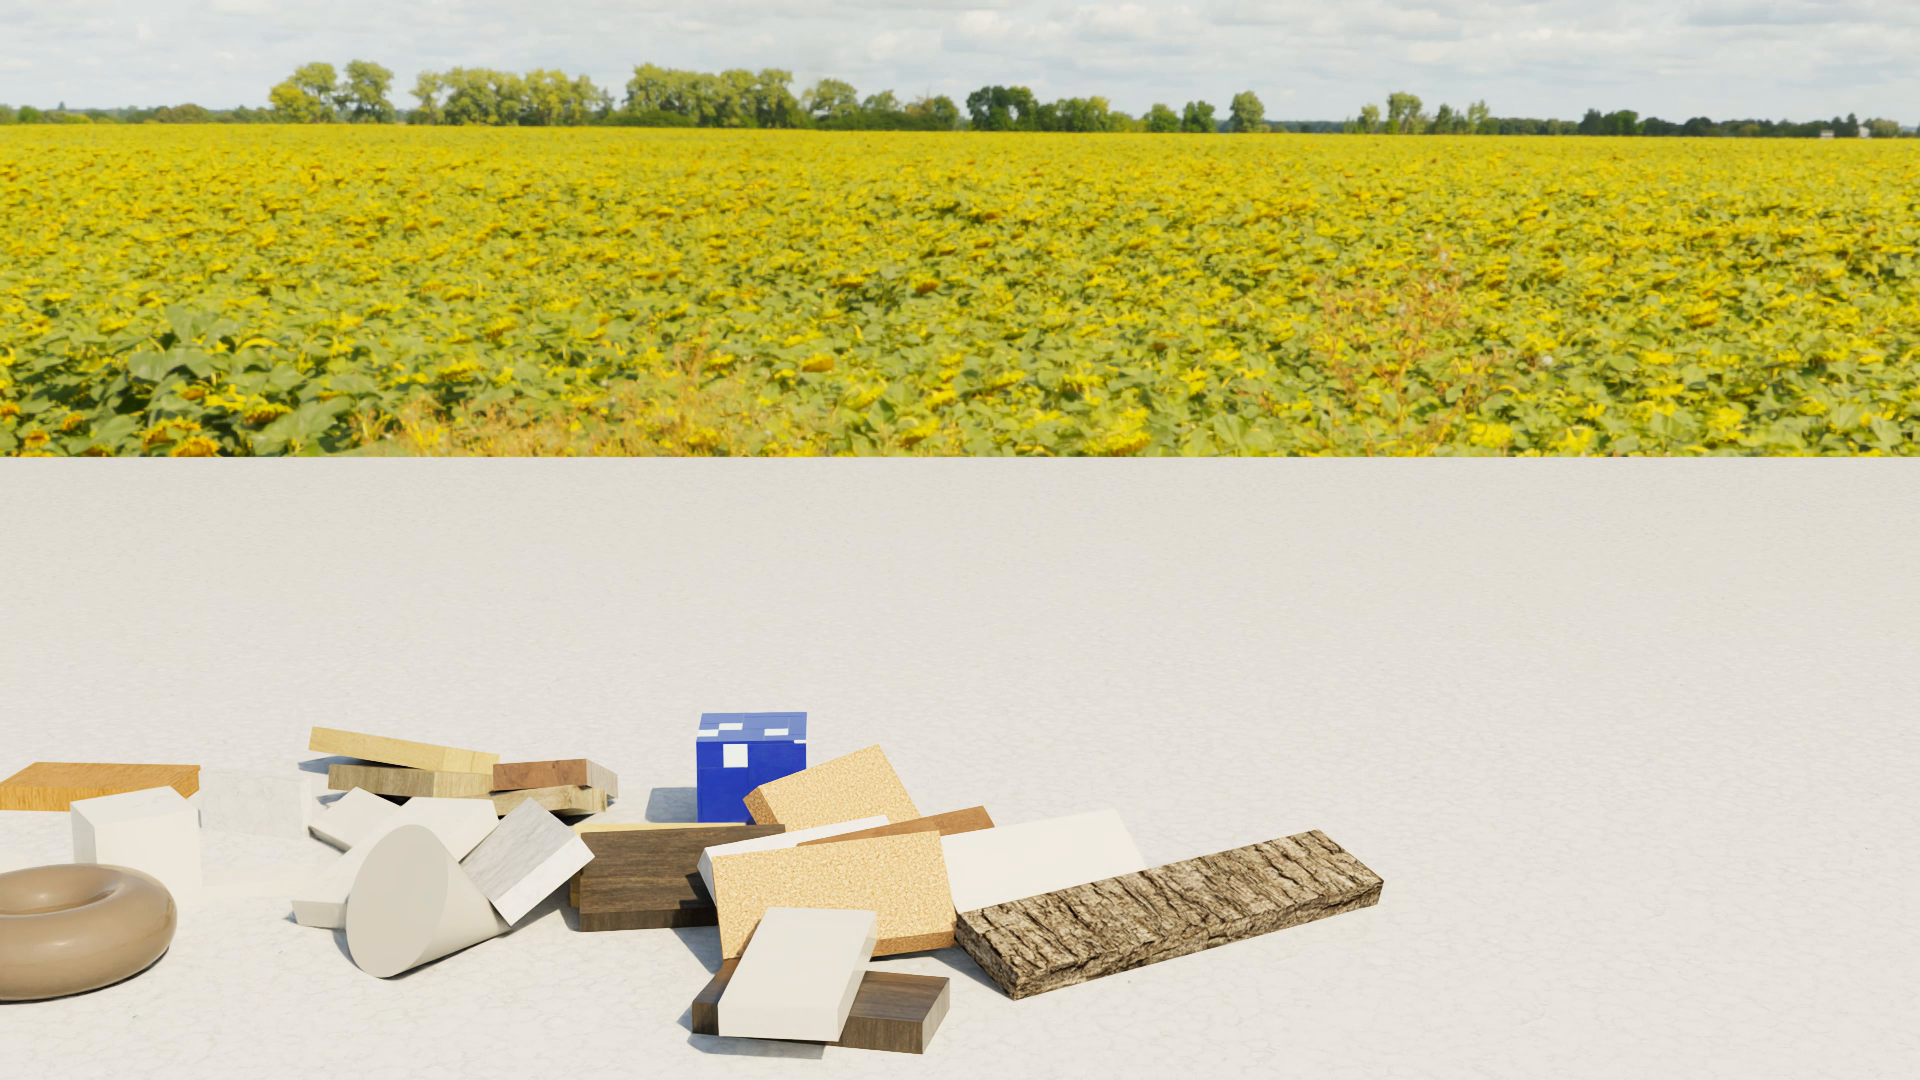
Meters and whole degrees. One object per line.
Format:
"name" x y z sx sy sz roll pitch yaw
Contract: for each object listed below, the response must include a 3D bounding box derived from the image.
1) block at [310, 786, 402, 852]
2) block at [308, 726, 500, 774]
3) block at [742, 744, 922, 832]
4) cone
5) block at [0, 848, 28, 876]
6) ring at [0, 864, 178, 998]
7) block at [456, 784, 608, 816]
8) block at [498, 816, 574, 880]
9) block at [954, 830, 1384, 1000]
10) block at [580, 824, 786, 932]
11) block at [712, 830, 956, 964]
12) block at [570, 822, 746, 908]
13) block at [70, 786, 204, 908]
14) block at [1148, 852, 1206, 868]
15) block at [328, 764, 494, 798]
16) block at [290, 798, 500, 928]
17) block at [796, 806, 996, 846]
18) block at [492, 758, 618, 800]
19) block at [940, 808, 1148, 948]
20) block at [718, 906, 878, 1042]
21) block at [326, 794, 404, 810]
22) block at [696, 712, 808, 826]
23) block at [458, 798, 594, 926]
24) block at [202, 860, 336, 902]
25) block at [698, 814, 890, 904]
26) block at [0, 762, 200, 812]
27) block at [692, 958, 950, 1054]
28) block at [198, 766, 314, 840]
"block" -1.055 0.507 3.903 0.217 0.031 0.108 11 44 46
"block" -1.093 0.418 4.324 0.334 0.047 0.167 5 -8 26
"block" -0.218 0.475 3.860 0.047 0.164 0.328 -41 -16 34
"cone" -0.784 0.583 3.419 0.234 0.234 0.234 10 -12 42
"block" -1.702 0.554 3.792 0.177 0.025 0.089 7 12 32
"ring" -1.383 0.590 3.337 0.371 0.124 0.371 0 9 0
"block" -0.788 0.474 3.915 0.282 0.040 0.141 -7 -12 15
"block" -0.684 0.531 3.805 0.141 0.040 0.282 6 4 -42
"block" 0.342 0.581 3.467 0.734 0.047 0.164 -7 29 -33
"block" -0.445 0.545 3.559 0.333 0.047 0.167 -1 42 -8
"block" -0.194 0.555 3.378 0.355 0.050 0.178 -5 51 -9
"block" -0.496 0.536 3.631 0.282 0.040 0.141 0 45 -6
"block" -1.358 0.516 3.626 0.162 0.162 0.162 -7 13 -34
"block" 0.354 0.551 3.663 0.126 0.018 0.063 -13 7 -7
"block" -1.003 0.449 4.067 0.328 0.046 0.164 -2 -8 41
"block" -0.925 0.528 3.619 0.167 0.047 0.334 -1 23 25
"block" -0.078 0.541 3.534 0.356 0.050 0.178 -7 49 -33
"block" -0.732 0.441 4.001 0.164 0.046 0.328 -3 -11 0
"block" 0.127 0.541 3.540 0.355 0.050 0.178 -5 47 -27
"block" -0.226 0.613 3.132 0.164 0.047 0.329 1 14 7
"block" -1.057 0.510 4.016 0.108 0.031 0.217 -9 14 -40
"block" -0.374 0.432 3.991 0.194 0.194 0.194 -1 11 -3
"block" -0.719 0.521 3.598 0.166 0.047 0.333 -39 18 -16
"block" -1.023 0.565 3.735 0.499 0.025 0.089 -3 11 -15
"block" -0.235 0.546 3.524 0.333 0.047 0.167 -6 49 -33
"block" -1.637 0.471 4.185 0.328 0.046 0.164 1 11 4
"block" -0.196 0.664 3.140 0.334 0.047 0.167 2 11 12
"block" -1.275 0.477 3.981 0.217 0.108 0.031 4 11 18
